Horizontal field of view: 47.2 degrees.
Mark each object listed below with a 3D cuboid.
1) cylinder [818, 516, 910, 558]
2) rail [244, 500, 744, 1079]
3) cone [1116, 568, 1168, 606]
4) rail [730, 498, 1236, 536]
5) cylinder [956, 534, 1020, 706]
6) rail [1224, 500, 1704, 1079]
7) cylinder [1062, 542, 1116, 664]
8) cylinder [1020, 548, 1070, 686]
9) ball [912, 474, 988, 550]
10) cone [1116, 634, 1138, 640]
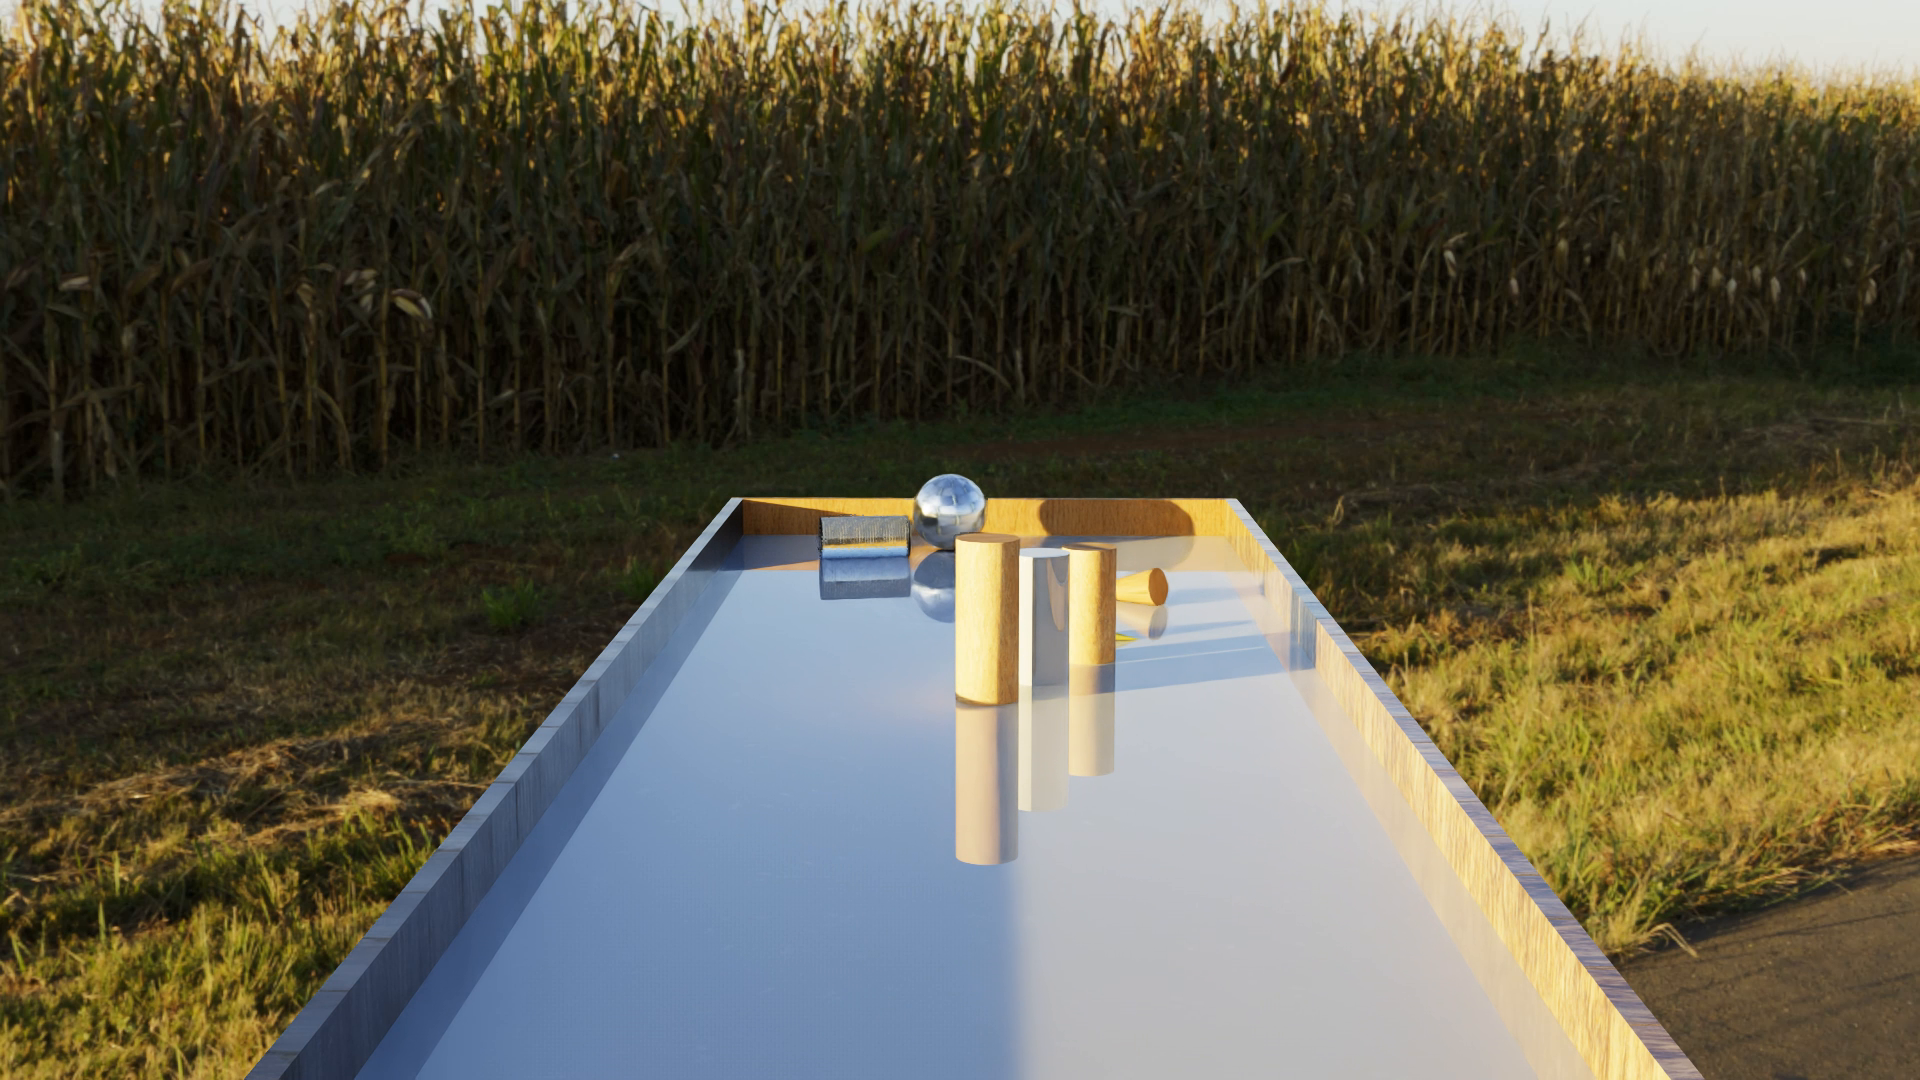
[{"bbox_3d":[-0.372,-0.011,8.565,0.342,0.162,0.162,-2,9,-10],"label":"cylinder"},{"bbox_3d":[-1.004,0.839,3.234,0.050,0.150,12.000,0,9,1],"label":"rail"},{"bbox_3d":[0.527,0.176,7.688,0.384,0.132,0.132,-6,4,35],"label":"cone"},{"bbox_3d":[0.099,-0.098,9.147,2.100,0.150,0.050,0,9,1],"label":"rail"},{"bbox_3d":[0.077,0.220,6.157,0.179,0.458,0.179,0,9,0],"label":"cylinder"},{"bbox_3d":[1.046,0.843,3.208,0.050,0.150,12.000,0,9,1],"label":"rail"},{"bbox_3d":[0.392,0.192,6.690,0.166,0.347,0.166,0,9,0],"label":"cylinder"},{"bbox_3d":[0.233,0.222,6.408,0.174,0.376,0.174,0,9,0],"label":"cylinder"},{"bbox_3d":[-0.041,-0.113,8.766,0.301,0.301,0.301,0,9,0],"label":"ball"},{"bbox_3d":[0.404,0.296,6.973,0.347,0.108,0.108,7,7,-12],"label":"cone"}]
